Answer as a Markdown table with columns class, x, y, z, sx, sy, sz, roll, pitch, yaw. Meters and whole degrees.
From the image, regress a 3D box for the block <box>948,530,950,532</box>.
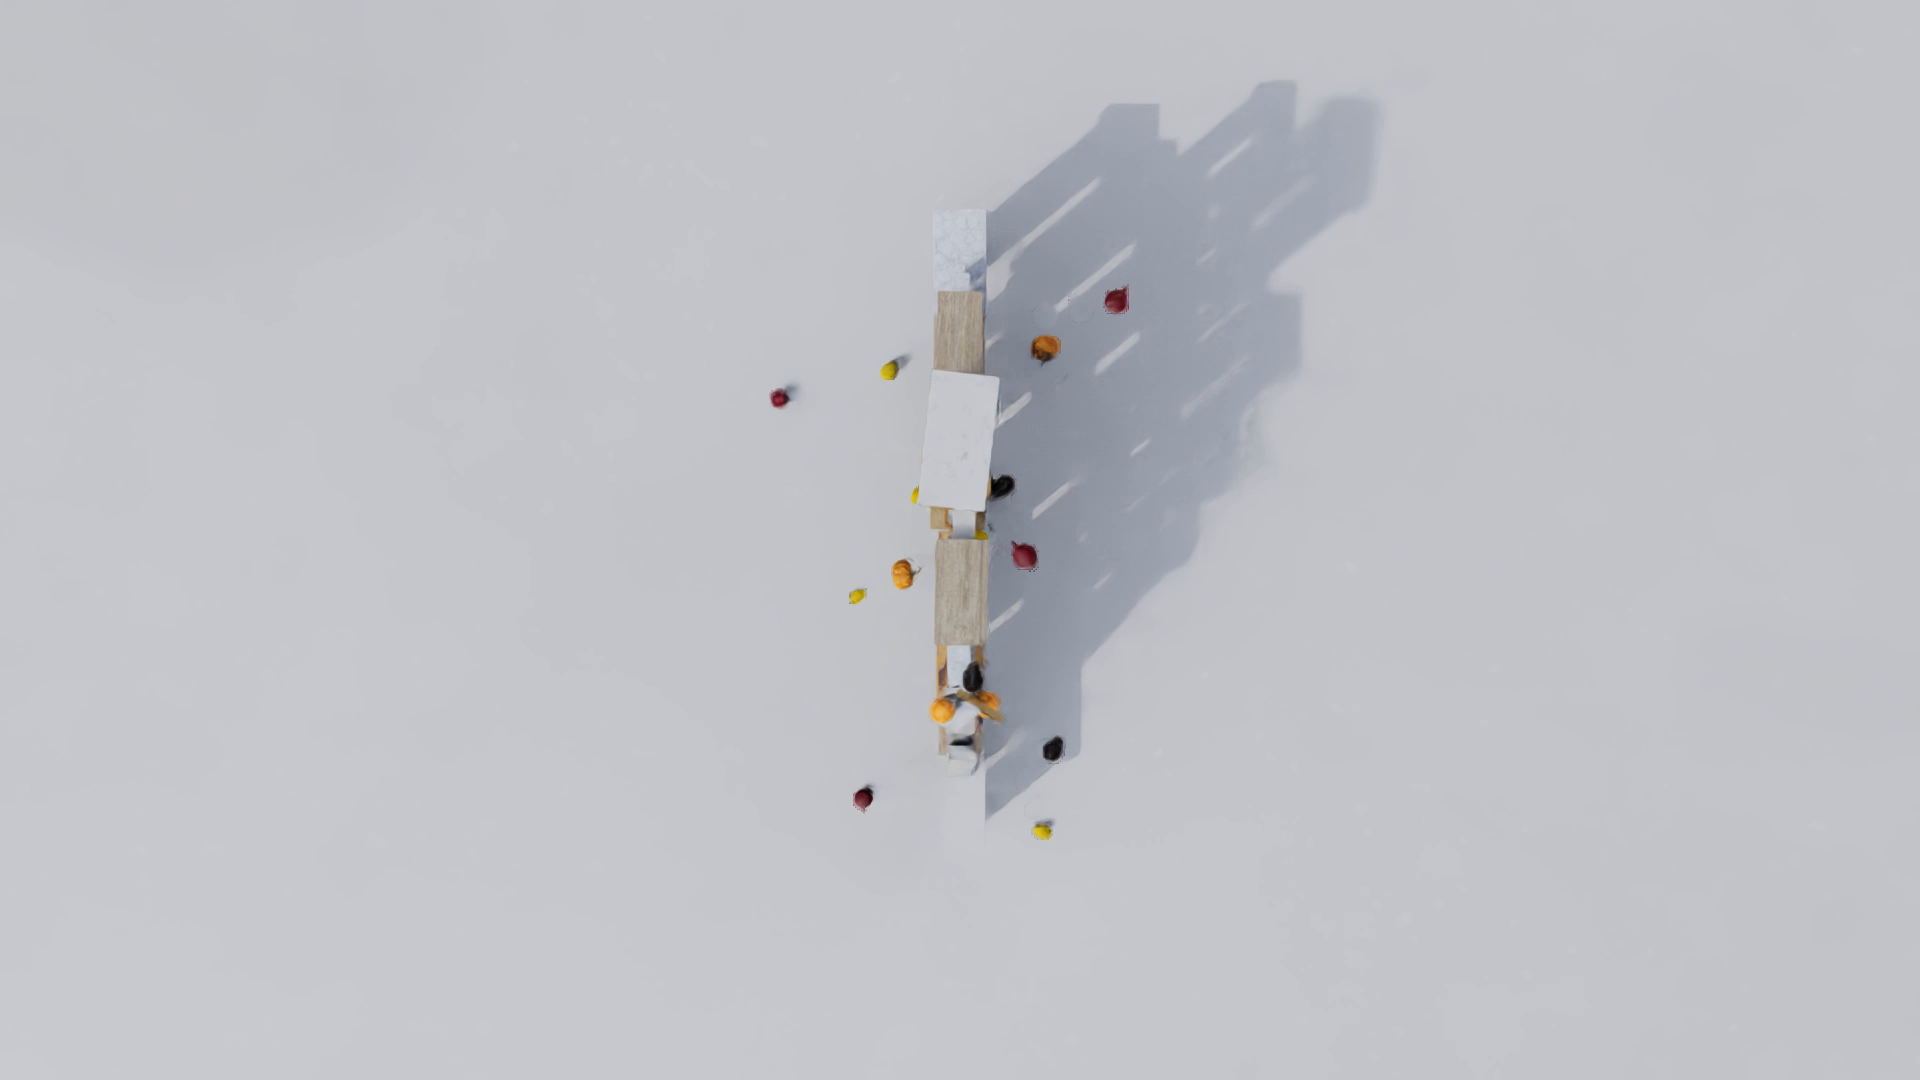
| class | x | y | z | sx | sy | sz | roll | pitch | yaw |
| --- | --- | --- | --- | --- | --- | --- | --- | --- | --- |
| block | 0.001 | -0.036 | 5.340 | 0.075 | 0.021 | 0.149 | 0 | 90 | 0 |

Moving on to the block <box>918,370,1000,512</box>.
| class | x | y | z | sx | sy | sz | roll | pitch | yaw |
| --- | --- | --- | --- | --- | --- | --- | --- | --- | --- |
| block | -0.003 | -0.250 | 4.166 | 0.170 | 0.048 | 0.340 | 7 | 91 | 1 |

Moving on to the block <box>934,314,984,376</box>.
| class | x | y | z | sx | sy | sz | roll | pitch | yaw |
| --- | --- | --- | --- | --- | --- | --- | --- | --- | --- |
| block | -0.003 | -0.503 | 4.792 | 0.148 | 0.042 | 0.296 | 0 | 90 | 0 |

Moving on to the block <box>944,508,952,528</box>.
| class | x | y | z | sx | sy | sz | roll | pitch | yaw |
| --- | --- | --- | --- | --- | --- | --- | --- | --- | --- |
| block | -0.007 | -0.107 | 4.591 | 0.071 | 0.020 | 0.142 | 0 | 90 | 0 |

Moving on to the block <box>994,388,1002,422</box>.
| class | x | y | z | sx | sy | sz | roll | pitch | yaw |
| --- | --- | --- | --- | --- | --- | --- | --- | --- | --- |
| block | 0.021 | -0.365 | 4.360 | 0.170 | 0.340 | 0.048 | 7 | 87 | 2 |

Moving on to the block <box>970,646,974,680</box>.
| class | x | y | z | sx | sy | sz | roll | pitch | yaw |
| --- | --- | --- | --- | --- | --- | --- | --- | --- | --- |
| block | 0.005 | 0.327 | 4.702 | 0.072 | 0.020 | 0.144 | 0 | 84 | 0 |

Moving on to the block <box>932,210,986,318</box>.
| class | x | y | z | sx | sy | sz | roll | pitch | yaw |
| --- | --- | --- | --- | --- | --- | --- | --- | --- | --- |
| block | 0.000 | -0.822 | 4.905 | 0.158 | 0.045 | 0.315 | 0 | 90 | 0 |

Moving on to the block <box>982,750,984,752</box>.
| class | x | y | z | sx | sy | sz | roll | pitch | yaw |
| --- | --- | --- | --- | --- | --- | --- | --- | --- | --- |
| block | 0.004 | 0.721 | 5.350 | 0.150 | 0.301 | 0.043 | 0 | 90 | 0 |

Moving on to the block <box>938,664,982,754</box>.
| class | x | y | z | sx | sy | sz | roll | pitch | yaw |
| --- | --- | --- | --- | --- | --- | --- | --- | --- | --- |
| block | 0.001 | 0.498 | 4.877 | 0.131 | 0.037 | 0.262 | 0 | 90 | 0 |

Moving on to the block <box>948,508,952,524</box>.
| class | x | y | z | sx | sy | sz | roll | pitch | yaw |
| --- | --- | --- | --- | --- | --- | --- | --- | --- | --- |
| block | -0.001 | -0.065 | 4.517 | 0.063 | 0.125 | 0.018 | 0 | 81 | 0 |

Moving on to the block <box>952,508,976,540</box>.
| class | x | y | z | sx | sy | sz | roll | pitch | yaw |
| --- | --- | --- | --- | --- | --- | --- | --- | --- | --- |
| block | 0.011 | -0.049 | 4.446 | 0.063 | 0.018 | 0.125 | 3 | 91 | 0 |

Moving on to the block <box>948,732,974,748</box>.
| class | x | y | z | sx | sy | sz | roll | pitch | yaw |
| --- | --- | --- | --- | --- | --- | --- | --- | --- | --- |
| block | 0.001 | 0.574 | 4.787 | 0.075 | 0.149 | 0.021 | -1 | 65 | 0 |

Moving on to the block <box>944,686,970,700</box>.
| class | x | y | z | sx | sy | sz | roll | pitch | yaw |
| --- | --- | --- | --- | --- | --- | --- | --- | --- | --- |
| block | -0.009 | 0.428 | 4.620 | 0.068 | 0.136 | 0.019 | -5 | 78 | -1 |

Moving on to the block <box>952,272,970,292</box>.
| class | x | y | z | sx | sy | sz | roll | pitch | yaw |
| --- | --- | --- | --- | --- | --- | --- | --- | --- | --- |
| block | 0.001 | -0.721 | 4.773 | 0.052 | 0.015 | 0.103 | 2 | 90 | 0 |

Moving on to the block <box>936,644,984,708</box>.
| class | x | y | z | sx | sy | sz | roll | pitch | yaw |
| --- | --- | --- | --- | --- | --- | --- | --- | --- | --- |
| block | 0.000 | 0.379 | 5.181 | 0.149 | 0.042 | 0.298 | 0 | 90 | 0 |

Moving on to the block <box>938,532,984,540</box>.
| class | x | y | z | sx | sy | sz | roll | pitch | yaw |
| --- | --- | --- | --- | --- | --- | --- | --- | --- | --- |
| block | 0.004 | 0.116 | 4.993 | 0.140 | 0.040 | 0.280 | 0 | 90 | 0 |

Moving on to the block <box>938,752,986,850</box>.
| class | x | y | z | sx | sy | sz | roll | pitch | yaw |
| --- | --- | --- | --- | --- | --- | --- | --- | --- | --- |
| block | 0.004 | 0.821 | 5.178 | 0.150 | 0.043 | 0.301 | 0 | 90 | 0 |

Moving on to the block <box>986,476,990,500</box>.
| class | x | y | z | sx | sy | sz | roll | pitch | yaw |
| --- | --- | --- | --- | --- | --- | --- | --- | --- | --- |
| block | -0.006 | -0.137 | 4.387 | 0.170 | 0.388 | 0.048 | 0 | 90 | 1 |

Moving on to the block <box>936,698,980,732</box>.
| class | x | y | z | sx | sy | sz | roll | pitch | yaw |
| --- | --- | --- | --- | --- | --- | --- | --- | --- | --- |
| block | 0.000 | 0.488 | 4.630 | 0.068 | 0.019 | 0.136 | 28 | 131 | -21 |

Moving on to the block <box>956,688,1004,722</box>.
| class | x | y | z | sx | sy | sz | roll | pitch | yaw |
| --- | --- | --- | --- | --- | --- | --- | --- | --- | --- |
| block | 0.056 | 0.456 | 4.529 | 0.136 | 0.068 | 0.019 | 36 | 80 | -29 |

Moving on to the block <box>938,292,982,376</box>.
| class | x | y | z | sx | sy | sz | roll | pitch | yaw |
| --- | --- | --- | --- | --- | --- | --- | --- | --- | --- |
| block | -0.001 | -0.544 | 4.400 | 0.117 | 0.033 | 0.235 | 1 | 90 | 0 |

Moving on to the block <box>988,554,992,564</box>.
| class | x | y | z | sx | sy | sz | roll | pitch | yaw |
| --- | --- | --- | --- | --- | --- | --- | --- | --- | --- |
| block | 0.012 | 0.053 | 4.595 | 0.140 | 0.349 | 0.040 | 14 | 86 | 1 |

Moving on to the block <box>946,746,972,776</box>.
| class | x | y | z | sx | sy | sz | roll | pitch | yaw |
| --- | --- | --- | --- | --- | --- | --- | --- | --- | --- |
| block | -0.001 | 0.665 | 4.941 | 0.075 | 0.445 | 0.021 | 0 | 73 | 0 |

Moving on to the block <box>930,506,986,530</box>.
| class | x | y | z | sx | sy | sz | roll | pitch | yaw |
| --- | --- | --- | --- | --- | --- | --- | --- | --- | --- |
| block | -0.005 | -0.190 | 4.766 | 0.160 | 0.045 | 0.320 | 0 | 90 | 0 |

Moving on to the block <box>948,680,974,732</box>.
| class | x | y | z | sx | sy | sz | roll | pitch | yaw |
| --- | --- | --- | --- | --- | --- | --- | --- | --- | --- |
| block | 0.004 | 0.474 | 4.700 | 0.074 | 0.021 | 0.148 | 0 | 90 | 0 |

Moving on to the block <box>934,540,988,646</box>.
| class | x | y | z | sx | sy | sz | roll | pitch | yaw |
| --- | --- | --- | --- | --- | --- | --- | --- | --- | --- |
| block | 0.004 | 0.139 | 4.398 | 0.140 | 0.040 | 0.280 | 1 | 89 | 1 |

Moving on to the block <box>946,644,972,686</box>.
| class | x | y | z | sx | sy | sz | roll | pitch | yaw |
| --- | --- | --- | --- | --- | --- | --- | --- | --- | --- |
| block | -0.003 | 0.340 | 4.552 | 0.063 | 0.018 | 0.127 | -2 | 90 | 0 |

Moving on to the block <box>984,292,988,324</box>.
| class | x | y | z | sx | sy | sz | roll | pitch | yaw |
| --- | --- | --- | --- | --- | --- | --- | --- | --- | --- |
| block | 0.002 | -0.716 | 5.086 | 0.158 | 0.315 | 0.045 | 3 | 88 | 0 |

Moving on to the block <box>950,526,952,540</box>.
| class | x | y | z | sx | sy | sz | roll | pitch | yaw |
| --- | --- | --- | --- | --- | --- | --- | --- | --- | --- |
| block | 0.000 | 0.006 | 4.647 | 0.063 | 0.381 | 0.018 | 5 | 81 | -1 |

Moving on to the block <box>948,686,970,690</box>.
| class | x | y | z | sx | sy | sz | roll | pitch | yaw |
| --- | --- | --- | --- | --- | --- | --- | --- | --- | --- |
| block | -0.003 | 0.403 | 4.625 | 0.063 | 0.127 | 0.018 | -1 | 80 | 0 |

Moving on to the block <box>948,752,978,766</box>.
| class | x | y | z | sx | sy | sz | roll | pitch | yaw |
| --- | --- | --- | --- | --- | --- | --- | --- | --- | --- |
| block | 0.007 | 0.631 | 4.745 | 0.075 | 0.149 | 0.021 | 2 | 75 | -3 |
